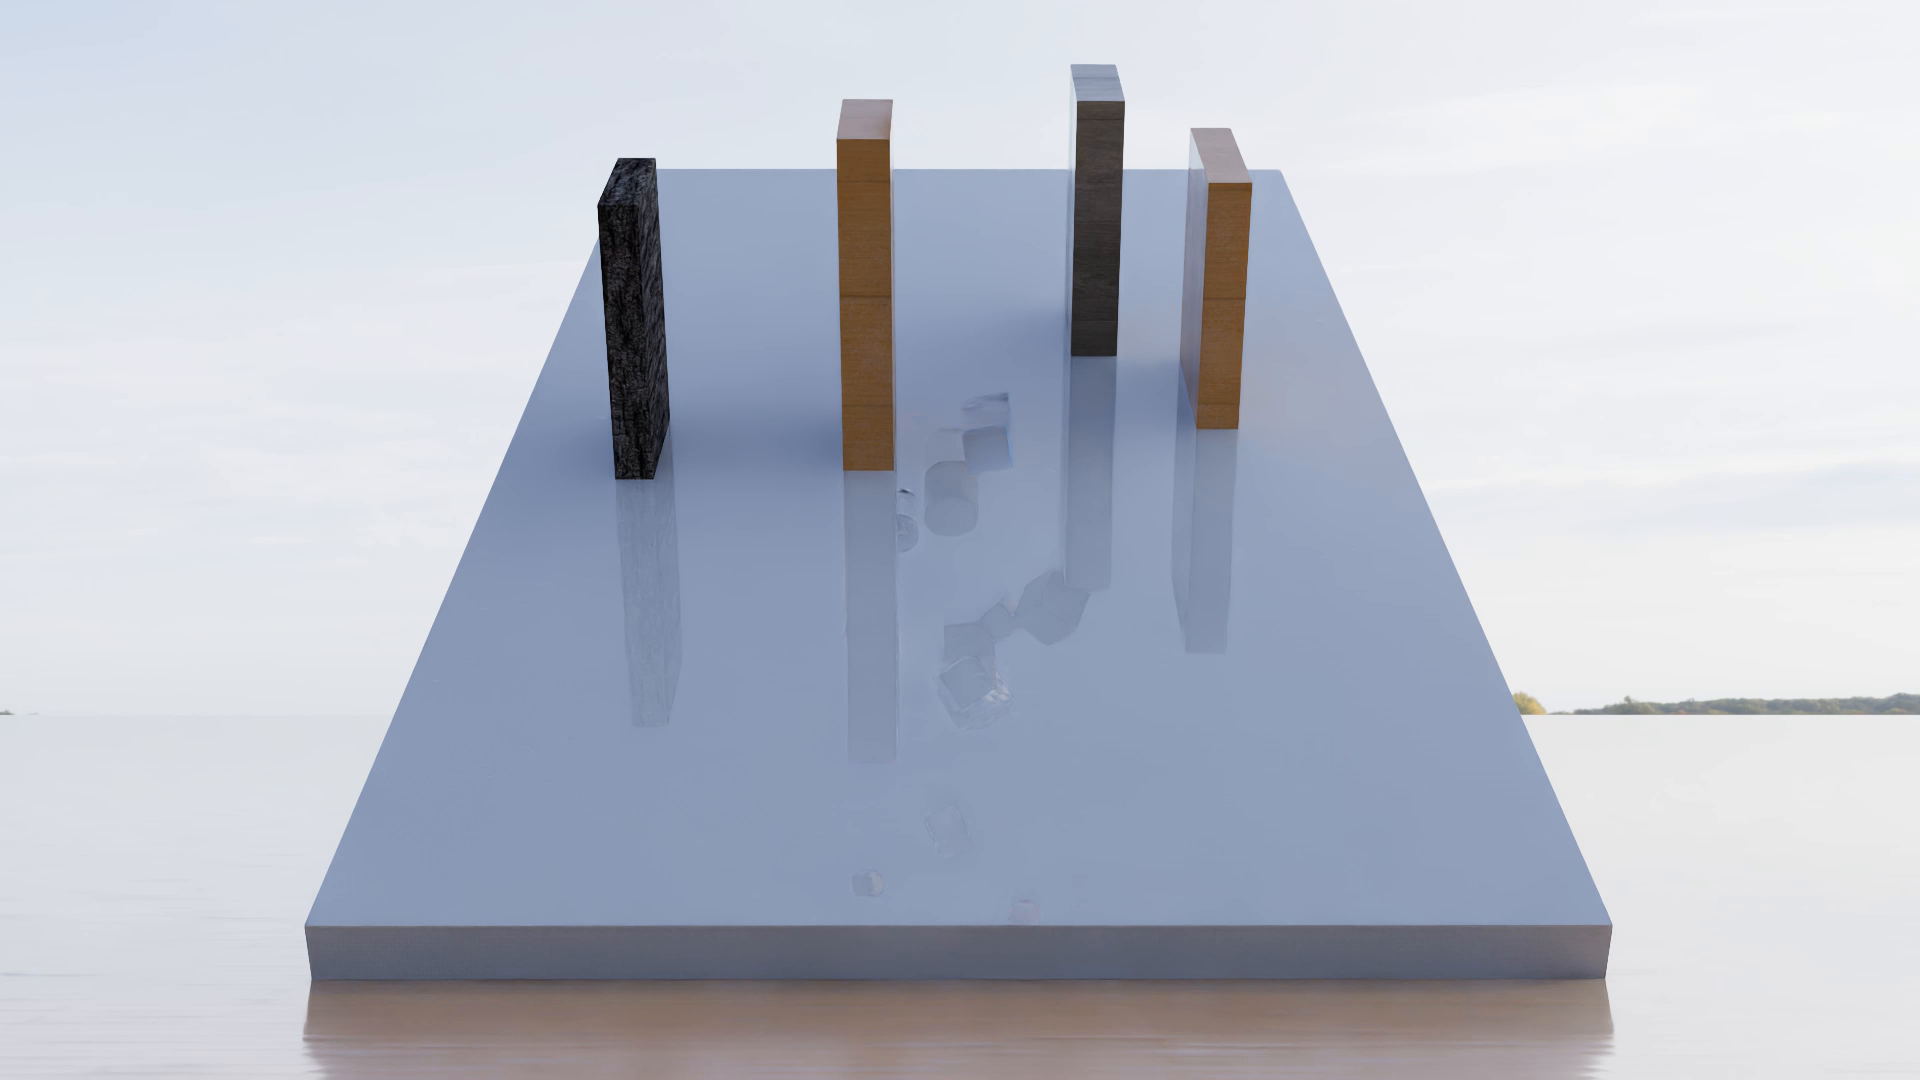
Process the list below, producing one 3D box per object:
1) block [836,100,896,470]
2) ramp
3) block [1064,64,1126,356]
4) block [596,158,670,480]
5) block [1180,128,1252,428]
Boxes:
[{"bbox_3d":[-0.200,-0.555,5.118,0.110,0.742,0.313,0,26,0],"label":"block"},{"bbox_3d":[-0.009,-0.229,5.415,2.000,0.100,4.000,0,26,0],"label":"ramp"},{"bbox_3d":[0.328,-0.813,5.783,0.113,0.638,0.345,0,26,0],"label":"block"},{"bbox_3d":[-0.706,-0.483,5.111,0.083,0.617,0.340,0,26,0],"label":"block"},{"bbox_3d":[0.586,-0.609,5.425,0.095,0.579,0.439,0,26,0],"label":"block"}]
